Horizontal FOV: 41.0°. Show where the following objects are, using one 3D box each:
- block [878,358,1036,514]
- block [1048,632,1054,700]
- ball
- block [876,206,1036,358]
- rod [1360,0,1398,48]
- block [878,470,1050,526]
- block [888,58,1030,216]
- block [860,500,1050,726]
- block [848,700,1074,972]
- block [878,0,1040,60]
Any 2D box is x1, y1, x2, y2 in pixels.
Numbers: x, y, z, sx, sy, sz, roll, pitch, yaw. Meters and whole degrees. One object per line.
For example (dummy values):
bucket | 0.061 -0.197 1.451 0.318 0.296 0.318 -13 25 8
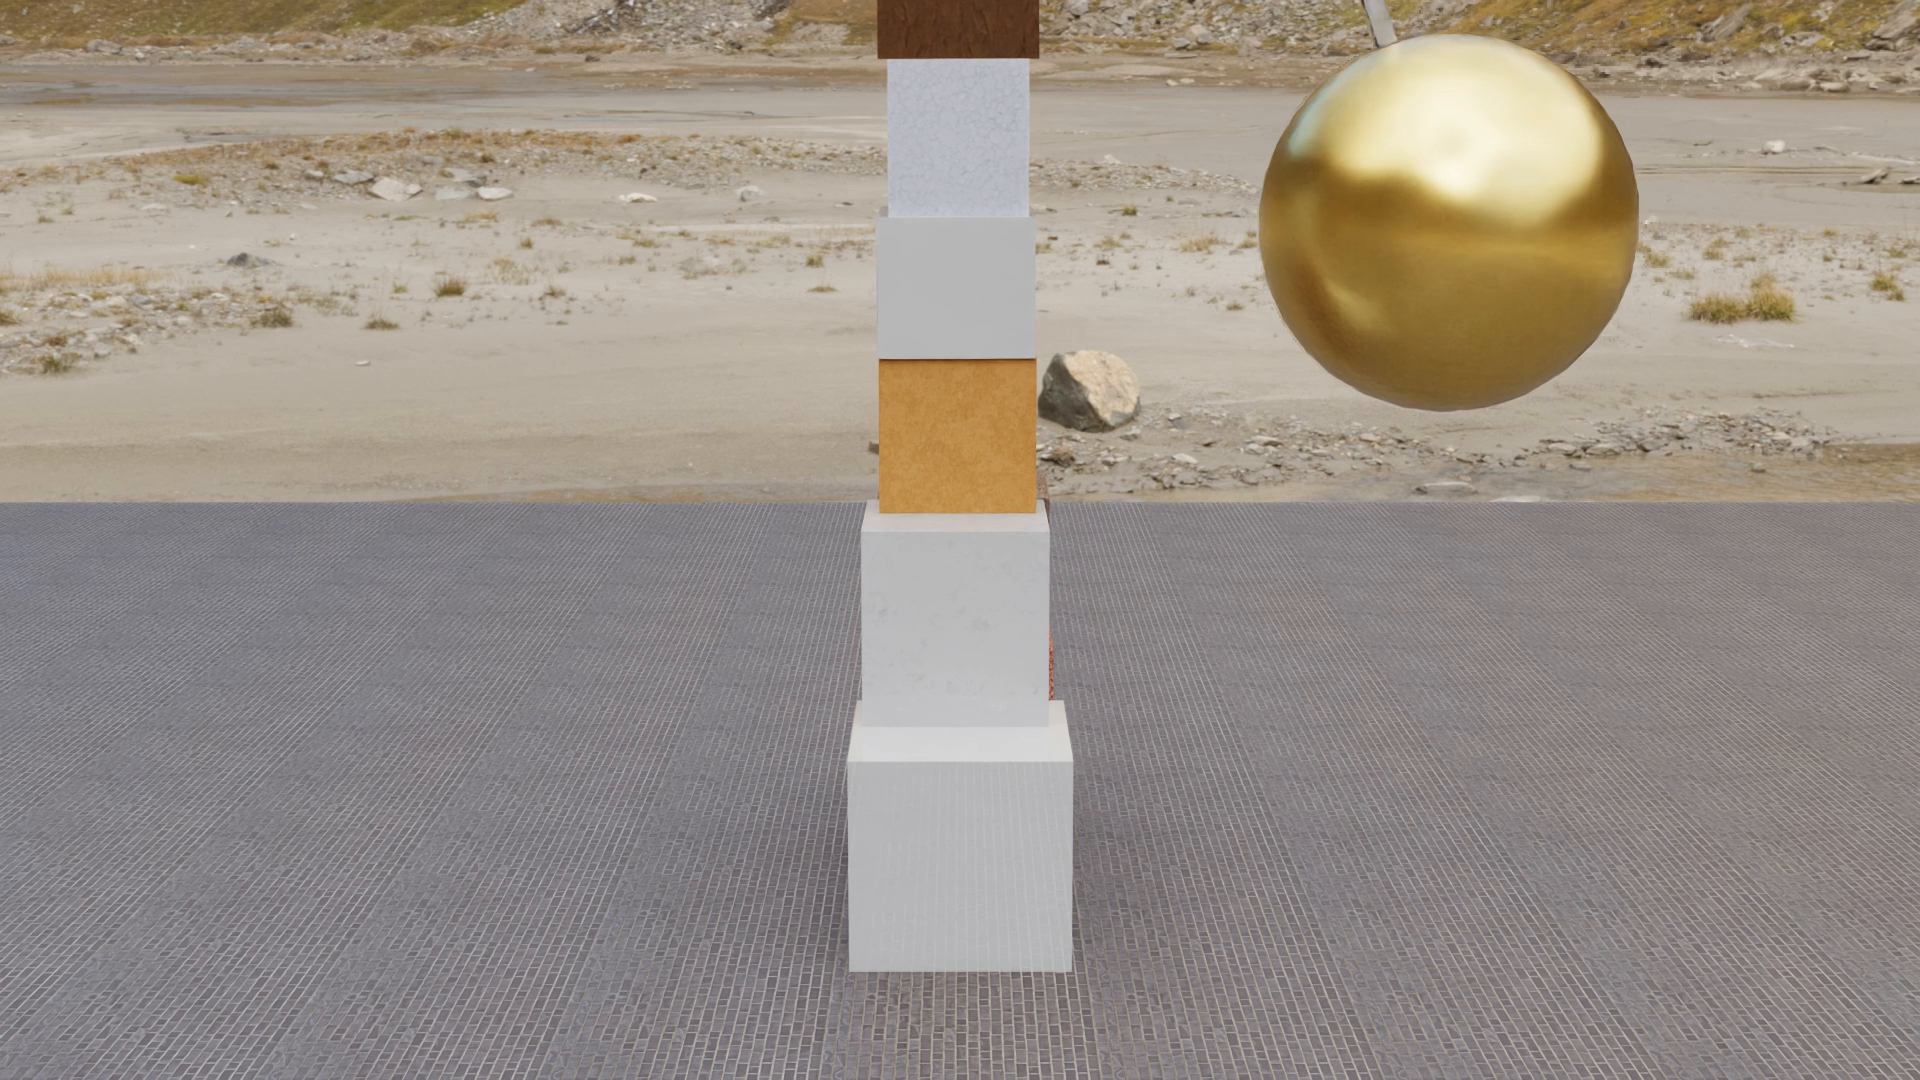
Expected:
block | -0.010 -0.499 11.074 0.659 0.659 0.661 0 11 0
block | 0.011 0.868 12.222 0.832 0.920 0.883 0 10 0
ball | 2.074 -1.346 10.936 1.600 1.600 1.600 0 10 0
block | -0.017 -1.109 10.954 0.659 0.585 0.702 0 11 0
rod | 0.899 -4.485 10.365 0.080 5.200 0.080 -20 10 4
block | 0.015 0.123 11.606 0.751 0.767 0.734 0 11 0
block | -0.006 -1.710 10.835 0.581 0.640 0.624 0 11 0
block | -0.019 0.295 10.855 0.766 0.816 0.794 0 10 0
block | 0.002 1.199 10.571 0.882 0.860 0.993 0 10 0
block | -0.007 -2.316 10.720 0.662 0.594 0.609 0 11 0
